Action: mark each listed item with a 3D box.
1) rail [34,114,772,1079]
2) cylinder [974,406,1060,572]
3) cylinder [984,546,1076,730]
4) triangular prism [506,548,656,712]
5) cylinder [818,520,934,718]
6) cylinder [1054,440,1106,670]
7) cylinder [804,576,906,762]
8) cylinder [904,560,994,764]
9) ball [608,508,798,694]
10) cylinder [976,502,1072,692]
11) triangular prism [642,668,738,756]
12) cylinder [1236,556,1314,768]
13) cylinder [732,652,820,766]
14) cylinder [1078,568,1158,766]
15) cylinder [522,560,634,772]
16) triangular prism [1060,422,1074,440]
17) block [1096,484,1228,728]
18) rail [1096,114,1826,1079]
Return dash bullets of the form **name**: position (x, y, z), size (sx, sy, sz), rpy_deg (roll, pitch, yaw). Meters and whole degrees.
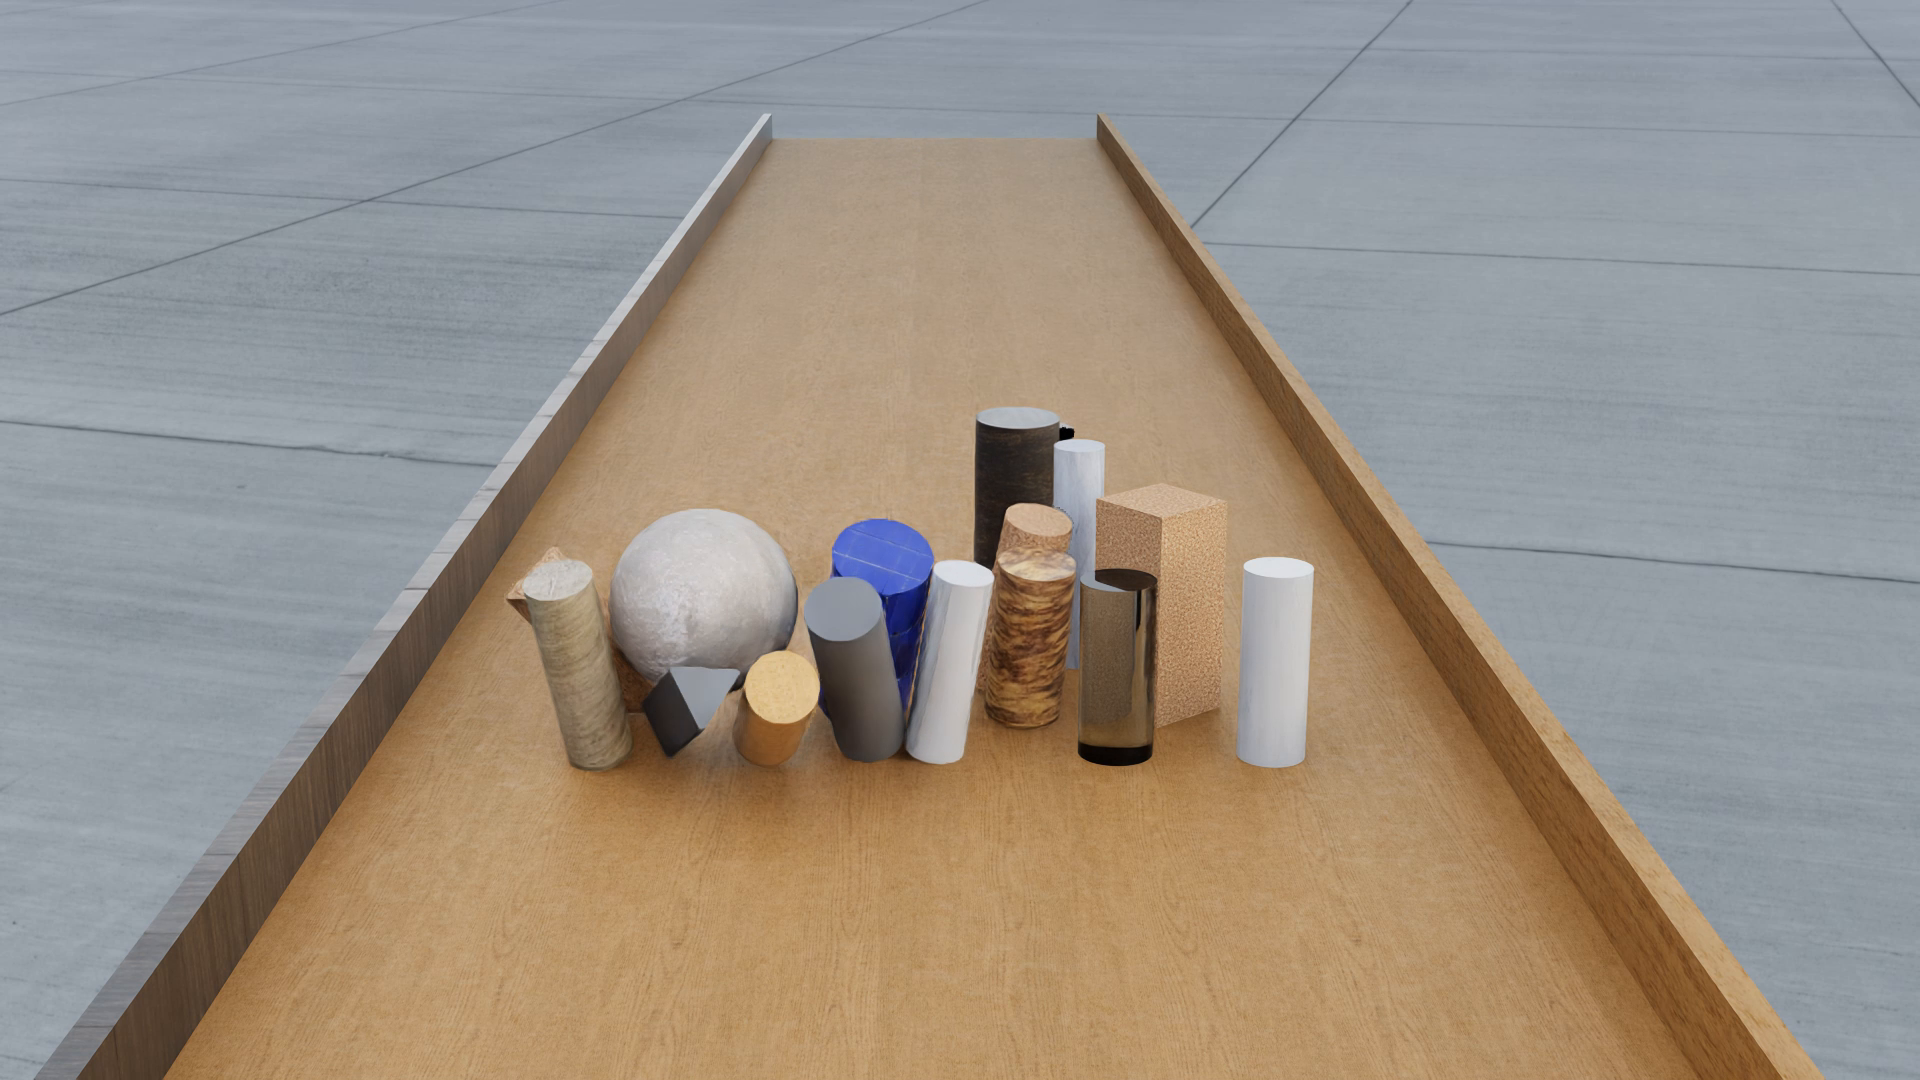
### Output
- **rail**: position (-1.118, -0.838, 7.780), size (0.050, 0.150, 12.000), rpy_deg (0, 17, -1)
- **cylinder**: position (0.117, -0.047, 4.614), size (0.175, 0.434, 0.175), rpy_deg (1, 18, 0)
- **cylinder**: position (0.129, 0.179, 4.048), size (0.142, 0.308, 0.142), rpy_deg (4, 26, -2)
- **triangular prism**: position (-0.649, 0.166, 3.991), size (0.124, 0.394, 0.107), rpy_deg (-2, 55, 28)
- **cylinder**: position (-0.158, 0.157, 3.965), size (0.177, 0.381, 0.177), rpy_deg (5, 47, -5)
- **cylinder**: position (0.233, 0.029, 4.350), size (0.100, 0.445, 0.100), rpy_deg (0, 17, 0)
- **cylinder**: position (-0.176, 0.227, 3.775), size (0.129, 0.399, 0.129), rpy_deg (-3, 55, 4)
- **cylinder**: position (-0.020, 0.216, 3.864), size (0.106, 0.349, 0.106), rpy_deg (8, 23, -4)
- **ball**: position (-0.452, 0.110, 3.879), size (0.333, 0.333, 0.333), rpy_deg (0, 17, 0)
- **cylinder**: position (0.114, 0.116, 4.173), size (0.127, 0.357, 0.127), rpy_deg (9, 28, -5)
- **triangular prism**: position (-0.475, 0.273, 3.715), size (0.096, 0.111, 0.456), rpy_deg (33, -17, -6)
- **cylinder**: position (0.556, 0.216, 3.885), size (0.122, 0.351, 0.122), rpy_deg (0, 17, 0)
- **cylinder**: position (-0.313, 0.289, 3.711), size (0.120, 0.120, 0.372), rpy_deg (-3, -16, -10)
- **cylinder**: position (0.279, 0.225, 3.902), size (0.135, 0.324, 0.135), rpy_deg (0, 17, 0)
- **cylinder**: position (-0.657, 0.220, 3.803), size (0.118, 0.372, 0.118), rpy_deg (-5, 34, 3)
- **triangular prism**: position (0.134, -0.080, 4.777), size (0.146, 0.390, 0.126), rpy_deg (8, 16, -7)
- **block**: position (0.373, 0.120, 4.116), size (0.171, 0.404, 0.171), rpy_deg (-14, 21, -38)
- **rail**: position (0.932, -0.844, 7.801), size (0.050, 0.150, 12.000), rpy_deg (0, 17, -1)
